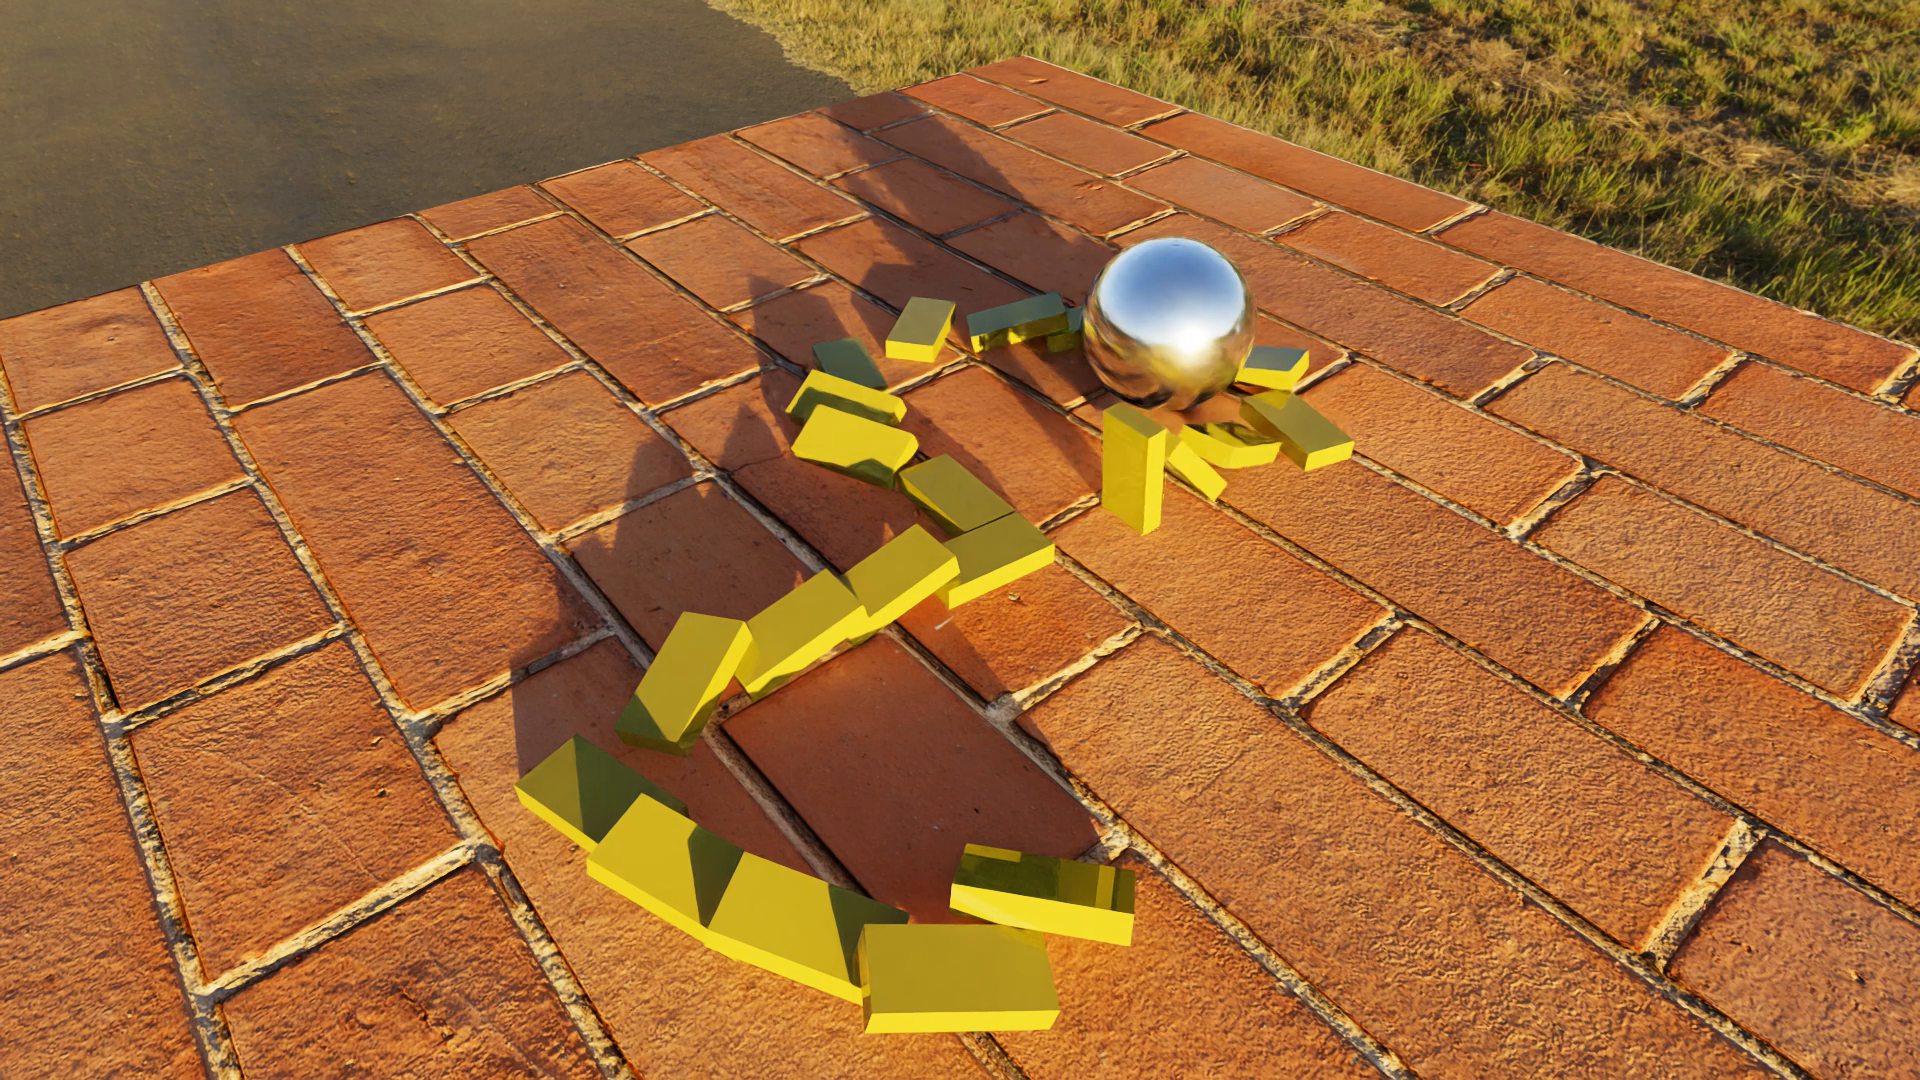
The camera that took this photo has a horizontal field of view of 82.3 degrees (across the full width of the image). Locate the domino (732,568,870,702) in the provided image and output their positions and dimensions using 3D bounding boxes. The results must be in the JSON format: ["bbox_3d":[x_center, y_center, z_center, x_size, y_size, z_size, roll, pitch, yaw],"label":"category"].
[{"bbox_3d":[-0.060,0.033,0.394,0.050,0.010,0.025,-35,50,-18],"label":"domino"}]

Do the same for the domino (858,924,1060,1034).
[{"bbox_3d":[-0.001,0.116,0.292,0.050,0.010,0.025,6,38,-15],"label":"domino"}]

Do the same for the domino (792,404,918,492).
[{"bbox_3d":[-0.047,-0.041,0.486,0.050,0.009,0.025,20,69,22],"label":"domino"}]

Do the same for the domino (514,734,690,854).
[{"bbox_3d":[-0.111,0.082,0.343,0.050,0.009,0.025,23,45,26],"label":"domino"}]

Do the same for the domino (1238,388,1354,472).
[{"bbox_3d":[0.154,-0.052,0.507,0.025,0.010,0.050,-16,42,-18],"label":"domino"}]

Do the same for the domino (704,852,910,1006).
[{"bbox_3d":[-0.042,0.107,0.303,0.050,0.010,0.025,20,41,2],"label":"domino"}]

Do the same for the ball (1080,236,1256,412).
[{"bbox_3d":[0.096,-0.100,0.510,0.080,0.080,0.080,0,39,0],"label":"ball"}]

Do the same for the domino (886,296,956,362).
[{"bbox_3d":[-0.020,-0.111,0.579,0.025,0.009,0.050,9,40,10],"label":"domino"}]

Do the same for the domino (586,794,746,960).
[{"bbox_3d":[-0.079,0.096,0.317,0.050,0.010,0.025,26,44,10],"label":"domino"}]

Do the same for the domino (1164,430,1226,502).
[{"bbox_3d":[0.090,-0.034,0.459,0.025,0.050,0.010,40,97,38],"label":"domino"}]

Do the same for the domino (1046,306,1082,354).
[{"bbox_3d":[0.070,-0.112,0.571,0.050,0.009,0.025,-10,38,10],"label":"domino"}]

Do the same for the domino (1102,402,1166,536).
[{"bbox_3d":[0.070,-0.029,0.446,0.009,0.050,0.025,-30,48,-24],"label":"domino"}]

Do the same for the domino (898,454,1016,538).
[{"bbox_3d":[-0.002,-0.017,0.464,0.025,0.010,0.050,-24,45,-26],"label":"domino"}]

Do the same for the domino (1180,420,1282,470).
[{"bbox_3d":[0.118,-0.042,0.479,0.025,0.009,0.050,31,24,31],"label":"domino"}]

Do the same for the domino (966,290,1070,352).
[{"bbox_3d":[0.030,-0.114,0.573,0.050,0.010,0.025,-14,38,4],"label":"domino"}]

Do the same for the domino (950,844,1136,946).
[{"bbox_3d":[0.024,0.100,0.313,0.050,0.009,0.025,7,12,8],"label":"domino"}]

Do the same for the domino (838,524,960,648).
[{"bbox_3d":[-0.028,0.017,0.414,0.050,0.010,0.025,-35,50,-18],"label":"domino"}]

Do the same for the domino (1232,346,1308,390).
[{"bbox_3d":[0.142,-0.086,0.540,0.050,0.009,0.025,12,39,34],"label":"domino"}]

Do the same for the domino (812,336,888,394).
[{"bbox_3d":[-0.055,-0.083,0.545,0.025,0.010,0.050,-13,41,-15],"label":"domino"}]

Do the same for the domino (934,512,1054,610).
[{"bbox_3d":[0.010,0.007,0.434,0.050,0.009,0.025,-23,45,-26],"label":"domino"}]

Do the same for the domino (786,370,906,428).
[{"bbox_3d":[-0.053,-0.060,0.508,0.050,0.009,0.025,21,70,23],"label":"domino"}]

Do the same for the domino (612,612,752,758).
[{"bbox_3d":[-0.094,0.048,0.375,0.025,0.010,0.050,7,50,20],"label":"domino"}]
